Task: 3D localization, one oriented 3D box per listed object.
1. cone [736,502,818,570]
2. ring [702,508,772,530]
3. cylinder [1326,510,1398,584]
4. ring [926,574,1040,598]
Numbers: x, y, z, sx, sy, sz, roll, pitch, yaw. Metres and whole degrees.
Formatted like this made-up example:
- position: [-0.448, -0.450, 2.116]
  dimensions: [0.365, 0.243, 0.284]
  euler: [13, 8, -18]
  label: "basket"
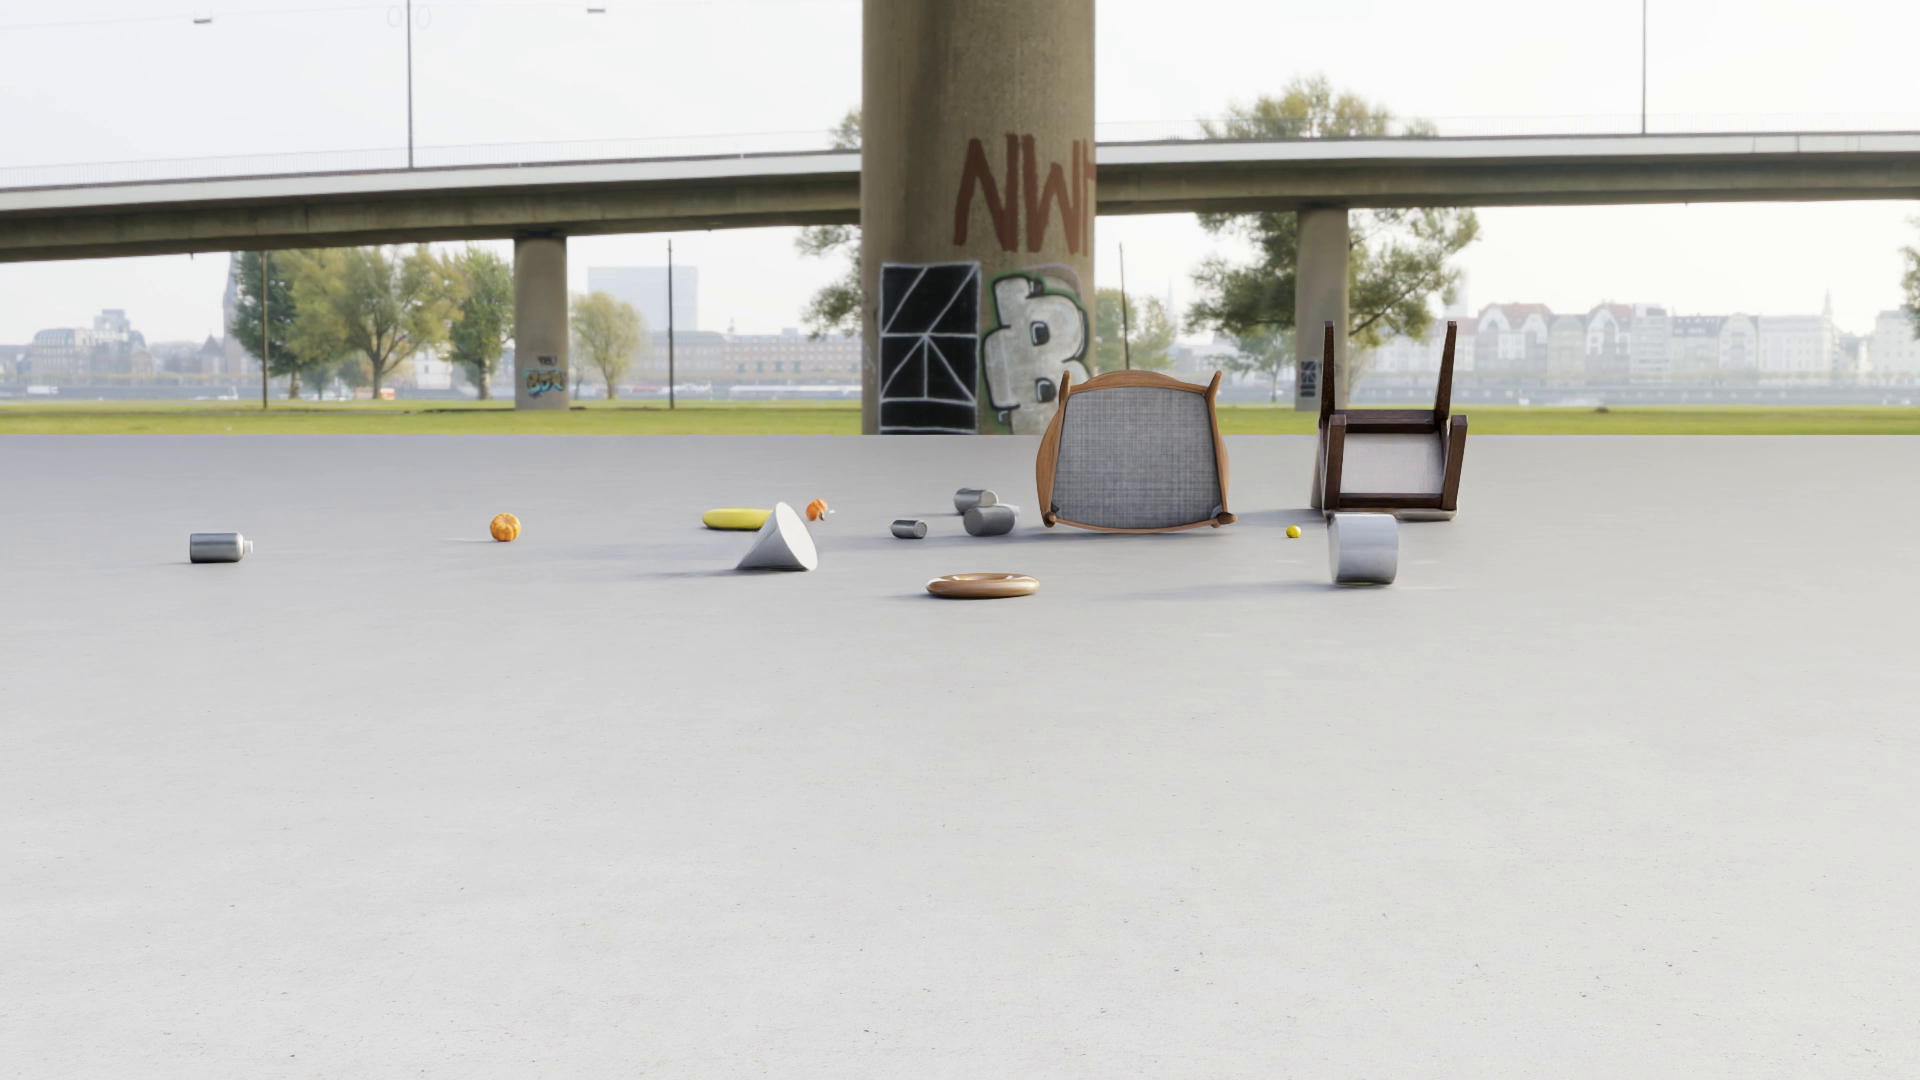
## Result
- position: [-0.484, 0.031, 5.474]
  dimensions: [0.184, 0.186, 0.192]
  euler: [-27, -34, 14]
  label: "cone"
- position: [-0.688, -0.066, 7.082]
  dimensions: [0.352, 0.060, 0.218]
  euler: [3, 4, 41]
  label: "ring"
- position: [0.930, 0.021, 5.081]
  dimensions: [0.132, 0.159, 0.232]
  euler: [-13, -7, 14]
  label: "cylinder"
- position: [0.051, 0.100, 4.813]
  dimensions: [0.281, 0.039, 0.217]
  euler: [-4, 6, -44]
  label: "ring"
